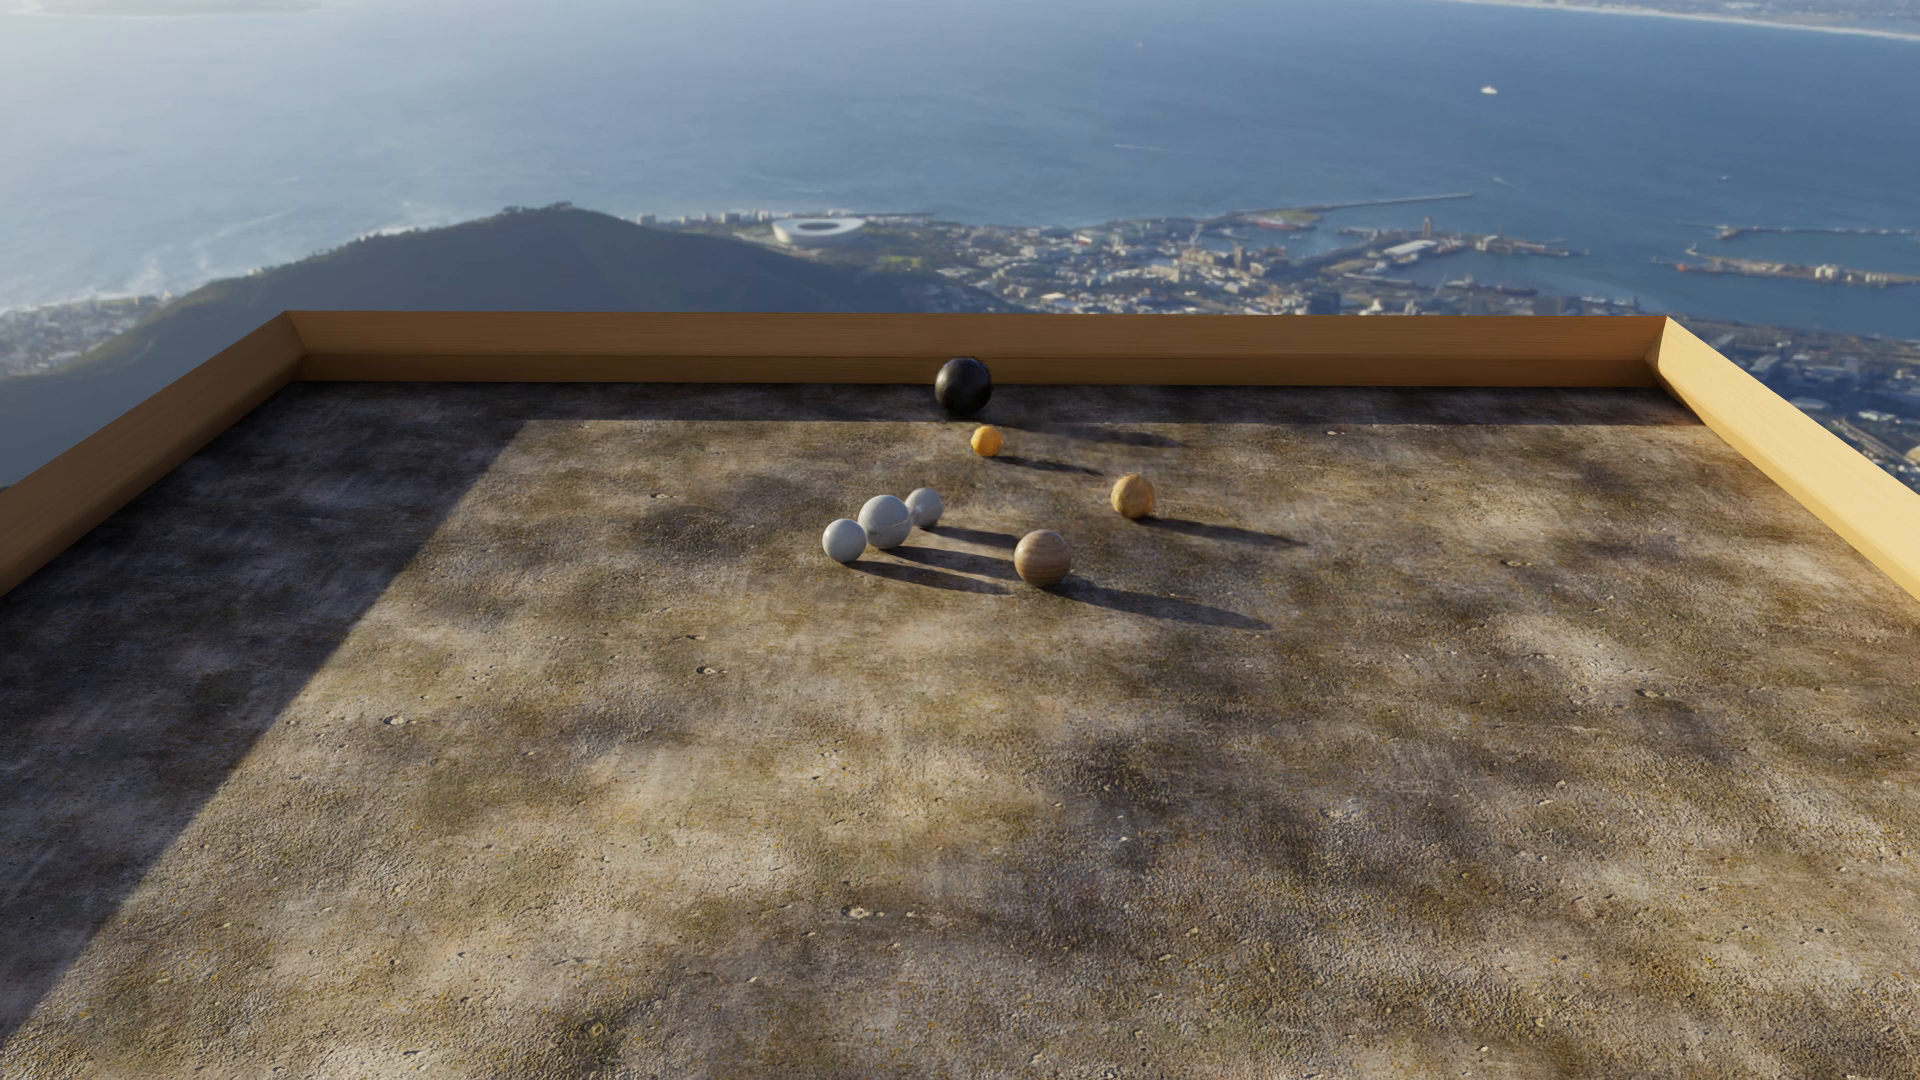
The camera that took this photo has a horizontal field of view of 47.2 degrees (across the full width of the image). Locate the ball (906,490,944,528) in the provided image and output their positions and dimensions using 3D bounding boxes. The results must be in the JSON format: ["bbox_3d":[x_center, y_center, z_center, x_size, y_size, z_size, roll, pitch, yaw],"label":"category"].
[{"bbox_3d":[-0.047,-0.041,2.860,0.051,0.051,0.051,0,18,0],"label":"ball"}]

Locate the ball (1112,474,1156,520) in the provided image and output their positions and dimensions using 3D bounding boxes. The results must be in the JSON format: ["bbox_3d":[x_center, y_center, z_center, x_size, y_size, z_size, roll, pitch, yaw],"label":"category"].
[{"bbox_3d":[0.229,-0.057,2.897,0.059,0.059,0.059,0,18,0],"label":"ball"}]

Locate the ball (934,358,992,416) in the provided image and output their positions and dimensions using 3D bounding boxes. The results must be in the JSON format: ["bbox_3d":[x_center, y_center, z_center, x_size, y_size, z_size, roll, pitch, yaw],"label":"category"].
[{"bbox_3d":[0.006,-0.239,3.425,0.090,0.090,0.090,0,18,0],"label":"ball"}]

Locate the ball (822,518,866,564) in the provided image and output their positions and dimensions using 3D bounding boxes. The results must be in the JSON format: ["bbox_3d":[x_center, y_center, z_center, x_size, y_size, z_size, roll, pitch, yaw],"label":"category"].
[{"bbox_3d":[-0.143,0.001,2.720,0.055,0.055,0.055,0,18,0],"label":"ball"}]

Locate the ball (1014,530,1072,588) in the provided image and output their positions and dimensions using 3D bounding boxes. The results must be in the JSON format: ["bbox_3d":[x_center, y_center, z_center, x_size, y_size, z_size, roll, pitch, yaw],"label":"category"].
[{"bbox_3d":[0.099,0.022,2.631,0.069,0.069,0.069,0,18,0],"label":"ball"}]

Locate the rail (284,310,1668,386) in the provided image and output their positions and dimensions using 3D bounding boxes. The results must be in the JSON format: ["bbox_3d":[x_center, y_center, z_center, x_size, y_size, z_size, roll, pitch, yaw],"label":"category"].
[{"bbox_3d":[0.019,-0.308,3.595,2.266,0.117,0.045,0,18,1],"label":"rail"}]

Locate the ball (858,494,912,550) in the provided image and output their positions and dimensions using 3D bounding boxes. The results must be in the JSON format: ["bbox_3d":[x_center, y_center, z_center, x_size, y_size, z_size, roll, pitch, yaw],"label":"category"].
[{"bbox_3d":[-0.094,-0.023,2.773,0.069,0.069,0.069,0,18,0],"label":"ball"}]

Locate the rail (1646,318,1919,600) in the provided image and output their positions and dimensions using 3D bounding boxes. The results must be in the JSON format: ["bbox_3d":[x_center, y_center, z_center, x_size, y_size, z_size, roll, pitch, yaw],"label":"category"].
[{"bbox_3d":[1.089,0.264,1.780,0.045,0.117,3.808,0,18,1],"label":"rail"}]

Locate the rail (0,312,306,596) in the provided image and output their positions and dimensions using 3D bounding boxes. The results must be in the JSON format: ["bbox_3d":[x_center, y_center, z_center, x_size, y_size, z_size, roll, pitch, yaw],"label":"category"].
[{"bbox_3d":[-1.129,0.250,1.824,0.045,0.117,3.808,0,18,1],"label":"rail"}]

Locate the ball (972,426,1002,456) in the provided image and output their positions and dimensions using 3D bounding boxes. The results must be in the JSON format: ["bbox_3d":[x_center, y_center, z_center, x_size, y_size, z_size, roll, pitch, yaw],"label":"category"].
[{"bbox_3d":[0.039,-0.143,3.194,0.045,0.045,0.045,0,18,0],"label":"ball"}]
